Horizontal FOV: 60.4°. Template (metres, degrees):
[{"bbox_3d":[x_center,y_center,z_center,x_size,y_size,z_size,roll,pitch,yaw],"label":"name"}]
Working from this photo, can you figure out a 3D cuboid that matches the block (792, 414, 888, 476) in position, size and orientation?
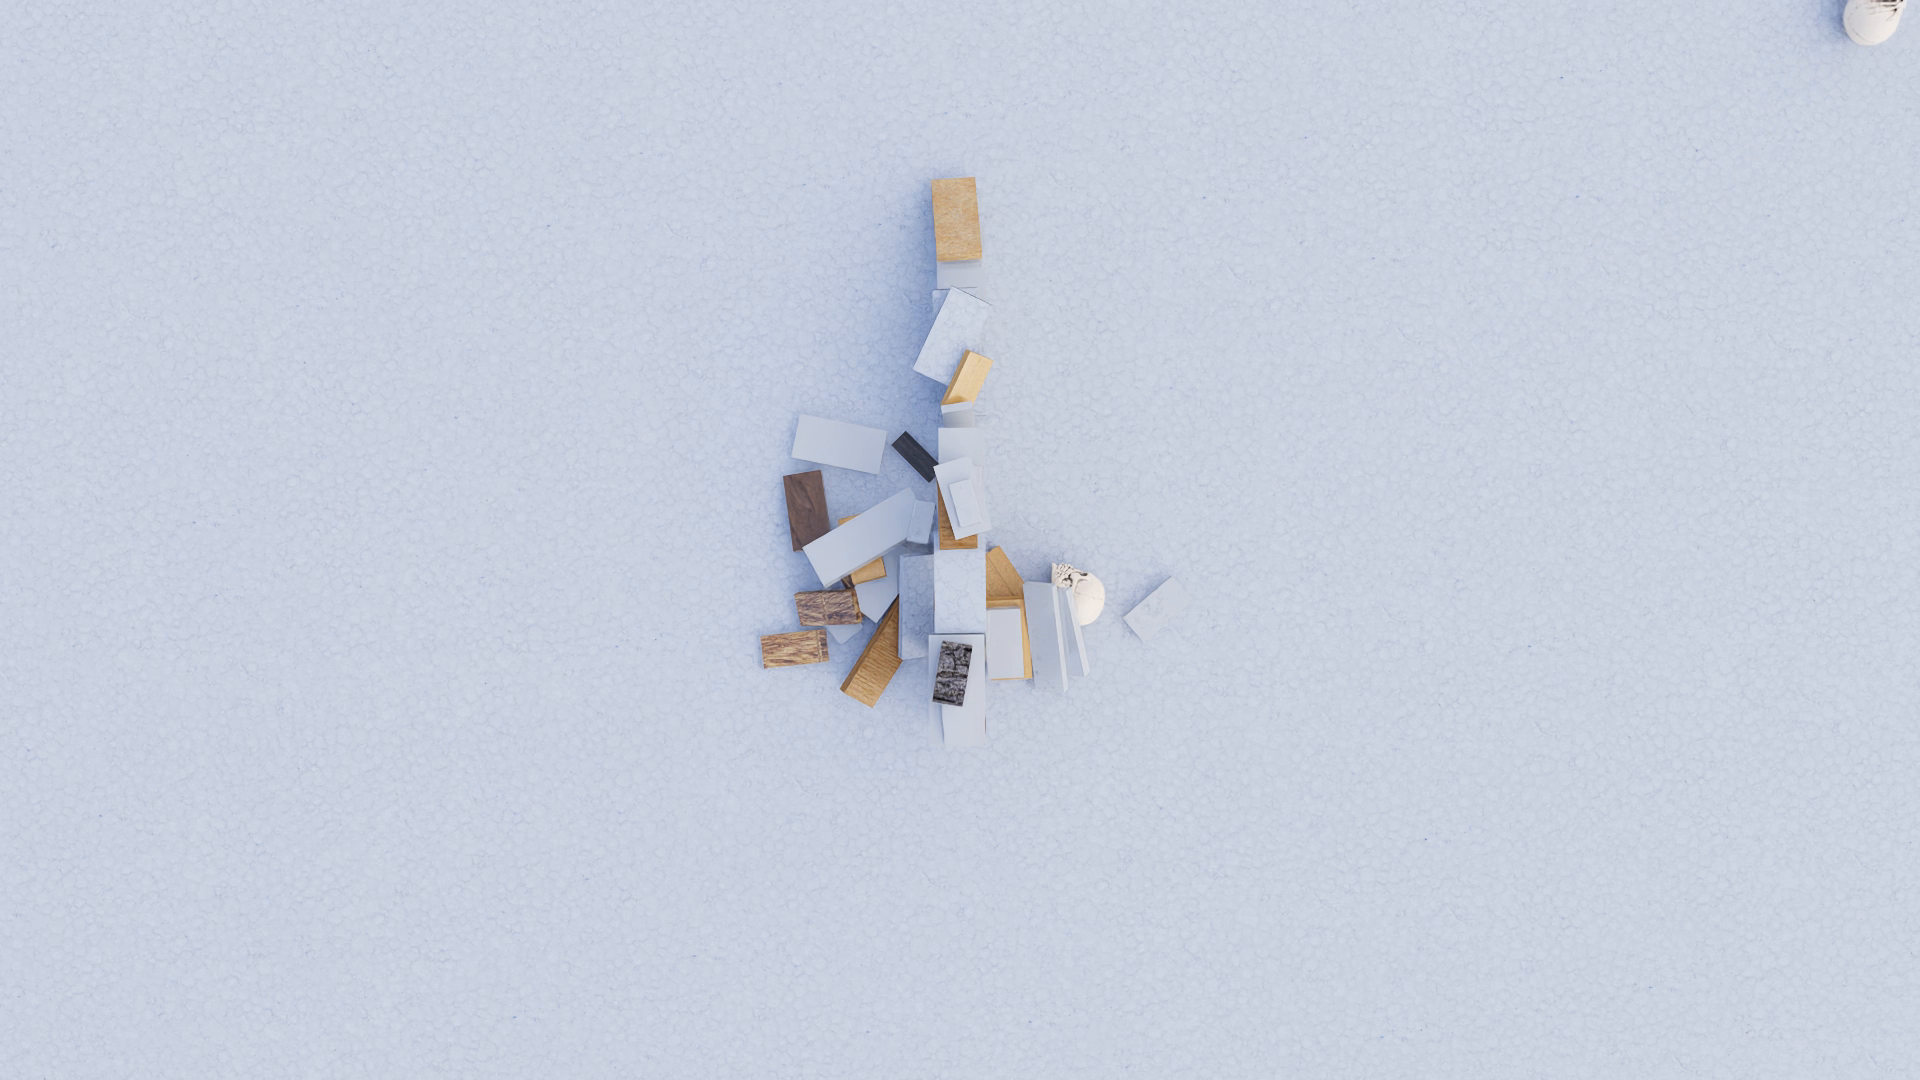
[{"bbox_3d":[-0.399,-0.317,5.479,0.294,0.042,0.147,11,90,0],"label":"block"}]

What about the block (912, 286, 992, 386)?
[{"bbox_3d":[-0.024,-0.654,5.312,0.147,0.042,0.293,25,101,-6],"label":"block"}]

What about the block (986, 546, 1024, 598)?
[{"bbox_3d":[0.149,0.170,5.480,0.138,0.039,0.275,-34,90,0],"label":"block"}]

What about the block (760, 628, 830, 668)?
[{"bbox_3d":[-0.548,0.361,5.485,0.216,0.031,0.108,-6,90,0],"label":"block"}]

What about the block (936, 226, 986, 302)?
[{"bbox_3d":[0.005,-0.872,5.418,0.159,0.045,0.318,-1,77,0],"label":"block"}]

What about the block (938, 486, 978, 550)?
[{"bbox_3d":[-0.008,-0.090,5.122,0.118,0.033,0.236,-2,88,0],"label":"block"}]

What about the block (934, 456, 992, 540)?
[{"bbox_3d":[0.009,-0.130,5.090,0.118,0.033,0.236,-17,88,-1],"label":"block"}]

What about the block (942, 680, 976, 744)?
[{"bbox_3d":[-0.007,0.532,5.095,0.095,0.027,0.189,-6,90,0],"label":"block"}]

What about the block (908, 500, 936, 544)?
[{"bbox_3d":[-0.124,-0.057,5.349,0.068,0.019,0.136,10,77,8],"label":"block"}]

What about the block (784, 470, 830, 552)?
[{"bbox_3d":[-0.503,-0.095,5.458,0.128,0.036,0.256,-9,81,3],"label":"block"}]

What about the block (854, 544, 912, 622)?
[{"bbox_3d":[-0.251,0.133,5.437,0.128,0.036,0.256,37,83,-3],"label":"block"}]

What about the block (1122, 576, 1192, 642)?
[{"bbox_3d":[0.657,0.229,5.485,0.216,0.031,0.108,-40,90,0],"label":"block"}]

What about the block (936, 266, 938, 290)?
[{"bbox_3d":[0.004,-0.772,5.477,0.159,0.045,0.318,0,90,0],"label":"block"}]

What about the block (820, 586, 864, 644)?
[{"bbox_3d":[-0.417,0.245,5.487,0.095,0.027,0.189,-39,90,0],"label":"block"}]

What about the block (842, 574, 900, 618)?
[{"bbox_3d":[-0.332,0.095,5.479,0.147,0.042,0.294,-28,90,0],"label":"block"}]

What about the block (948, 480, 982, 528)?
[{"bbox_3d":[0.017,-0.113,5.063,0.068,0.019,0.136,-16,88,-1],"label":"block"}]

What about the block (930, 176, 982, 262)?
[{"bbox_3d":[-0.012,-1.055,5.420,0.147,0.042,0.293,-4,66,-1],"label":"block"}]

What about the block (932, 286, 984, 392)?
[{"bbox_3d":[-0.006,-0.650,5.355,0.147,0.042,0.330,-4,103,0],"label":"block"}]

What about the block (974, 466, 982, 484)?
[{"bbox_3d":[0.009,-0.134,5.157,0.099,0.028,0.199,6,90,0],"label":"block"}]

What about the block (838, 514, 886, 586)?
[{"bbox_3d":[-0.321,0.026,5.417,0.111,0.031,0.222,-15,75,2],"label":"block"}]

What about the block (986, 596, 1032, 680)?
[{"bbox_3d":[0.162,0.323,5.441,0.138,0.039,0.275,-4,105,4],"label":"block"}]

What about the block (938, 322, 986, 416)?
[{"bbox_3d":[0.005,-0.568,5.433,0.159,0.045,0.318,0,91,0],"label":"block"}]

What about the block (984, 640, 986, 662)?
[{"bbox_3d":[-0.003,0.355,5.329,0.171,0.343,0.049,0,90,0],"label":"block"}]

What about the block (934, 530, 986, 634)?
[{"bbox_3d":[0.000,0.130,5.159,0.159,0.045,0.319,-1,90,0],"label":"block"}]

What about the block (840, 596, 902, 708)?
[{"bbox_3d":[-0.209,0.313,5.449,0.128,0.036,0.501,32,90,-34],"label":"block"}]

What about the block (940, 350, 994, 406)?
[{"bbox_3d":[0.022,-0.508,5.326,0.099,0.028,0.199,16,105,-37],"label":"block"}]

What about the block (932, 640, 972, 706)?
[{"bbox_3d":[-0.023,0.411,5.074,0.095,0.027,0.189,9,78,3],"label":"block"}]

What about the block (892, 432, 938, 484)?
[{"bbox_3d":[-0.141,-0.276,5.490,0.068,0.019,0.178,-45,90,0],"label":"block"}]

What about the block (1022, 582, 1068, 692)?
[{"bbox_3d":[0.280,0.318,5.397,0.108,0.031,0.375,5,113,31],"label":"block"}]

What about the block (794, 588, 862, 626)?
[{"bbox_3d":[-0.434,0.222,5.421,0.222,0.031,0.111,-3,106,28],"label":"block"}]

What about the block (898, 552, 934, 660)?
[{"bbox_3d":[-0.142,0.215,5.410,0.111,0.031,0.354,-7,109,-26],"label":"block"}]

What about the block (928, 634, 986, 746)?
[{"bbox_3d":[-0.009,0.465,5.133,0.171,0.049,0.343,-1,90,0],"label":"block"}]

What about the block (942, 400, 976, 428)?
[{"bbox_3d":[-0.001,-0.369,5.390,0.099,0.237,0.028,-9,60,0],"label":"block"}]

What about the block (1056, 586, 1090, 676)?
[{"bbox_3d":[0.327,0.301,5.405,0.138,0.039,0.301,-2,109,34],"label":"block"}]

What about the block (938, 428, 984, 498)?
[{"bbox_3d":[0.005,-0.209,5.192,0.143,0.040,0.285,0,90,0],"label":"block"}]

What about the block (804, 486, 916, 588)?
[{"bbox_3d":[-0.302,-0.009,5.386,0.401,0.042,0.147,-30,75,-2],"label":"block"}]

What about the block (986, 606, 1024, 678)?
[{"bbox_3d":[0.145,0.336,5.408,0.118,0.033,0.236,-3,105,4],"label":"block"}]
